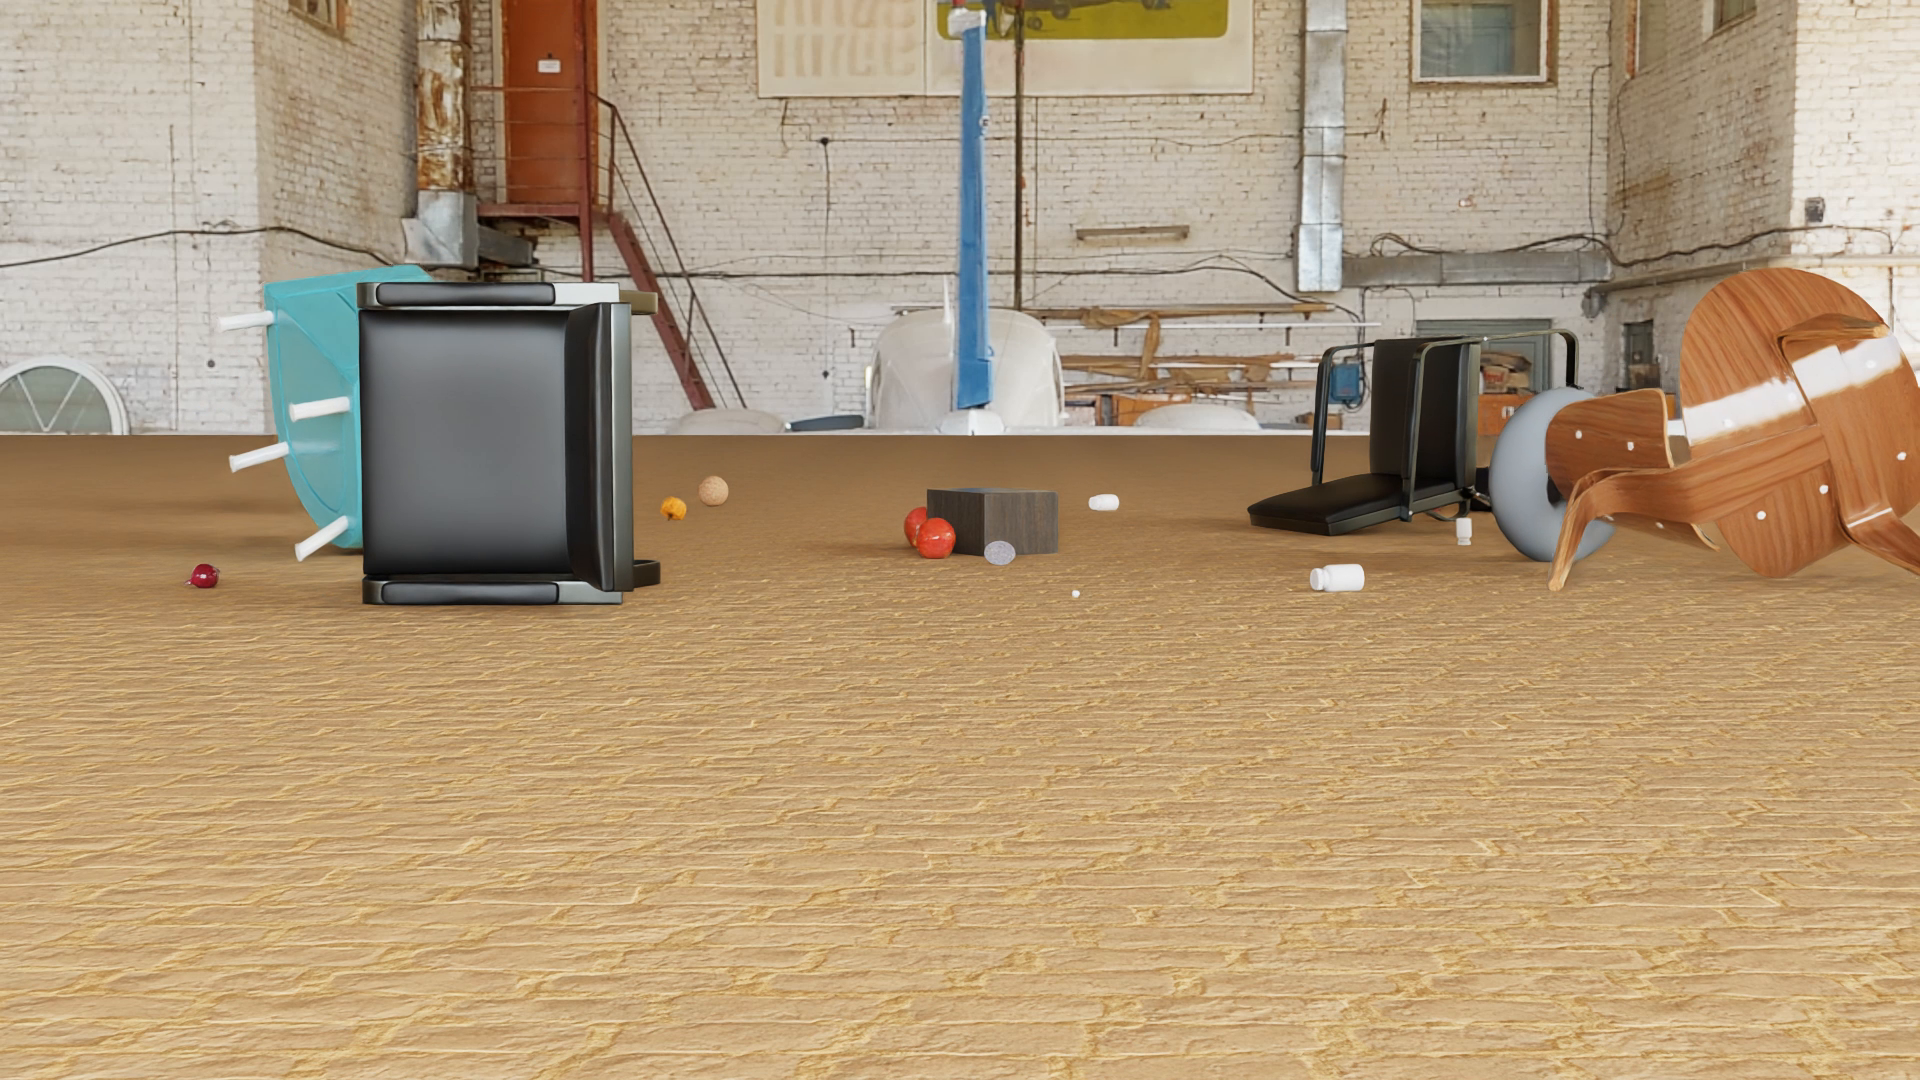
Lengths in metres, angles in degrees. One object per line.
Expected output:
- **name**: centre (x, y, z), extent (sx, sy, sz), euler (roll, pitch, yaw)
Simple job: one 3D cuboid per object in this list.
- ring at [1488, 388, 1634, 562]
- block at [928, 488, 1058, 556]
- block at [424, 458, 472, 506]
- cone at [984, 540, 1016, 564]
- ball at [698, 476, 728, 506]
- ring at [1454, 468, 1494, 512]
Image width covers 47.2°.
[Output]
- **ring**: centre (1.554, -0.164, 5.680), extent (0.405, 0.484, 0.165), euler (-23, 27, -14)
- **block**: centre (0.088, -0.052, 6.074), extent (0.238, 0.169, 0.301), euler (-2, 5, -31)
- **block**: centre (-1.993, -0.229, 8.558), extent (0.146, 0.181, 0.180), euler (-2, 4, -22)
- **cone**: centre (0.105, 0.046, 5.658), extent (0.080, 0.067, 0.063), euler (7, -23, 9)
- **ball**: centre (-0.944, -0.187, 8.410), extent (0.118, 0.118, 0.118), euler (0, 4, 0)
- **ring**: centre (2.061, -0.188, 8.134), extent (0.463, 0.159, 0.459), euler (2, 3, 38)
